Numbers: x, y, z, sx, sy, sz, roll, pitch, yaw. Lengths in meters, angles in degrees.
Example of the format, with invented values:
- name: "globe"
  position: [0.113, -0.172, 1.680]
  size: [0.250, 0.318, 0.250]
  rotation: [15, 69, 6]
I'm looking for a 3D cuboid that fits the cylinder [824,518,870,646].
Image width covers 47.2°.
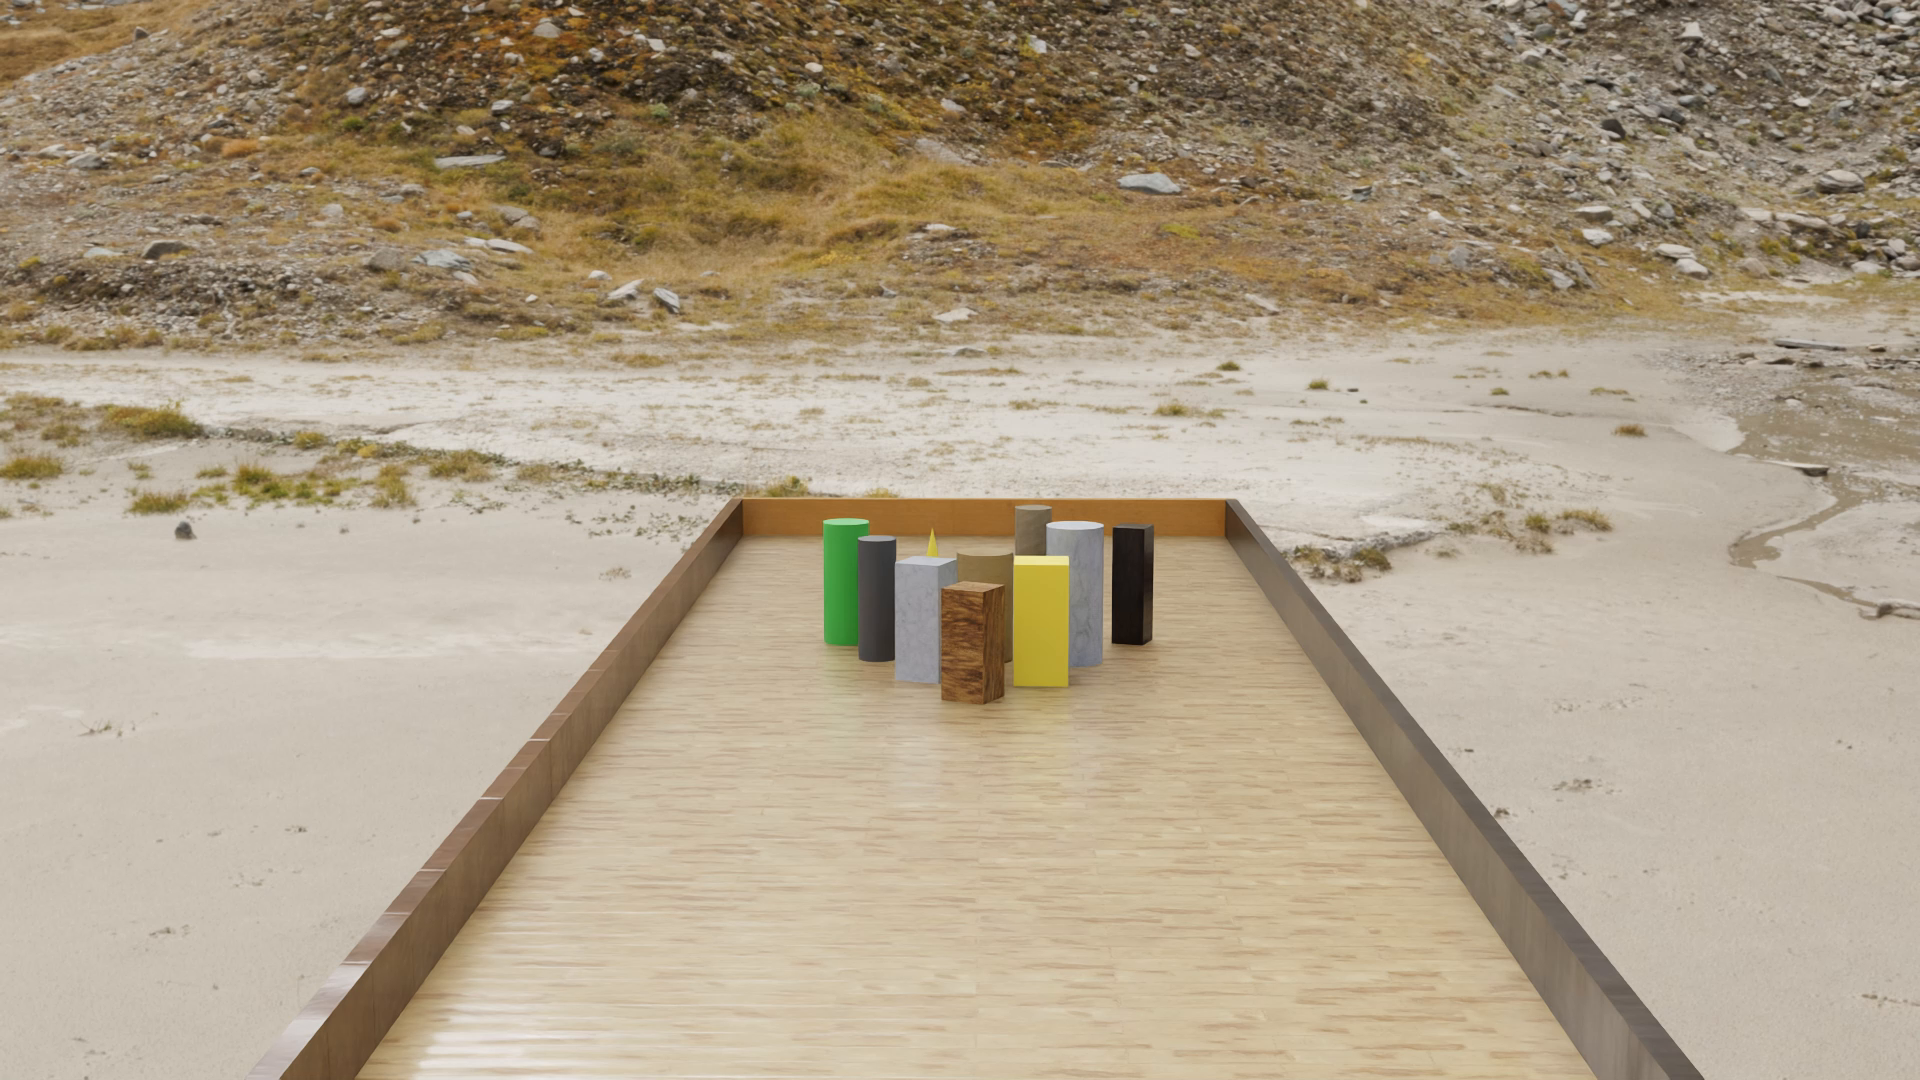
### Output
- name: "cylinder"
  position: [-0.359, 0.131, 6.958]
  size: [0.145, 0.383, 0.145]
  rotation: [0, 9, 0]

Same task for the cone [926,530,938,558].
- name: "cone"
  position: [-0.087, 0.139, 6.962]
  size: [0.151, 0.367, 0.151]
  rotation: [0, 9, 0]

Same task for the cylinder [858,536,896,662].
- name: "cylinder"
  position: [-0.252, 0.178, 6.702]
  size: [0.118, 0.370, 0.118]
  rotation: [0, 9, 0]

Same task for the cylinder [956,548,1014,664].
- name: "cylinder"
  position: [0.076, 0.199, 6.687]
  size: [0.172, 0.333, 0.172]
  rotation: [0, 9, 0]

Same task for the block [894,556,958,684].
- name: "block"
  position: [-0.098, 0.232, 6.436]
  size: [0.138, 0.347, 0.138]
  rotation: [4, 10, 23]

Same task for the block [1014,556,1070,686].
- name: "block"
  position: [0.236, 0.235, 6.394]
  size: [0.157, 0.355, 0.157]
  rotation: [0, 9, 2]

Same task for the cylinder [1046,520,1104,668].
- name: "cylinder"
  position: [0.346, 0.162, 6.653]
  size: [0.173, 0.418, 0.173]
  rotation: [0, 9, 0]

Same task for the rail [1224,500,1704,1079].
- name: "rail"
  position: [1.046, 0.843, 3.208]
  size: [0.050, 0.150, 12.000]
  rotation: [0, 9, 1]

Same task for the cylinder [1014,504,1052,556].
- name: "cylinder"
  position: [0.230, 0.111, 6.933]
  size: [0.116, 0.432, 0.116]
  rotation: [0, 9, 0]

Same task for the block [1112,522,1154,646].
- name: "block"
  position: [0.546, 0.139, 6.952]
  size: [0.104, 0.370, 0.104]
  rotation: [4, 10, 21]

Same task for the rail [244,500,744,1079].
- name: "rail"
  position: [-1.004, 0.839, 3.234]
  size: [0.050, 0.150, 12.000]
  rotation: [0, 9, 1]

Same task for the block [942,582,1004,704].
- name: "block"
  position: [0.037, 0.288, 6.176]
  size: [0.131, 0.319, 0.131]
  rotation: [5, 10, 28]

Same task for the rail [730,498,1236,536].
- name: "rail"
  position: [0.099, -0.098, 9.147]
  size: [2.100, 0.150, 0.050]
  rotation: [0, 9, 1]
